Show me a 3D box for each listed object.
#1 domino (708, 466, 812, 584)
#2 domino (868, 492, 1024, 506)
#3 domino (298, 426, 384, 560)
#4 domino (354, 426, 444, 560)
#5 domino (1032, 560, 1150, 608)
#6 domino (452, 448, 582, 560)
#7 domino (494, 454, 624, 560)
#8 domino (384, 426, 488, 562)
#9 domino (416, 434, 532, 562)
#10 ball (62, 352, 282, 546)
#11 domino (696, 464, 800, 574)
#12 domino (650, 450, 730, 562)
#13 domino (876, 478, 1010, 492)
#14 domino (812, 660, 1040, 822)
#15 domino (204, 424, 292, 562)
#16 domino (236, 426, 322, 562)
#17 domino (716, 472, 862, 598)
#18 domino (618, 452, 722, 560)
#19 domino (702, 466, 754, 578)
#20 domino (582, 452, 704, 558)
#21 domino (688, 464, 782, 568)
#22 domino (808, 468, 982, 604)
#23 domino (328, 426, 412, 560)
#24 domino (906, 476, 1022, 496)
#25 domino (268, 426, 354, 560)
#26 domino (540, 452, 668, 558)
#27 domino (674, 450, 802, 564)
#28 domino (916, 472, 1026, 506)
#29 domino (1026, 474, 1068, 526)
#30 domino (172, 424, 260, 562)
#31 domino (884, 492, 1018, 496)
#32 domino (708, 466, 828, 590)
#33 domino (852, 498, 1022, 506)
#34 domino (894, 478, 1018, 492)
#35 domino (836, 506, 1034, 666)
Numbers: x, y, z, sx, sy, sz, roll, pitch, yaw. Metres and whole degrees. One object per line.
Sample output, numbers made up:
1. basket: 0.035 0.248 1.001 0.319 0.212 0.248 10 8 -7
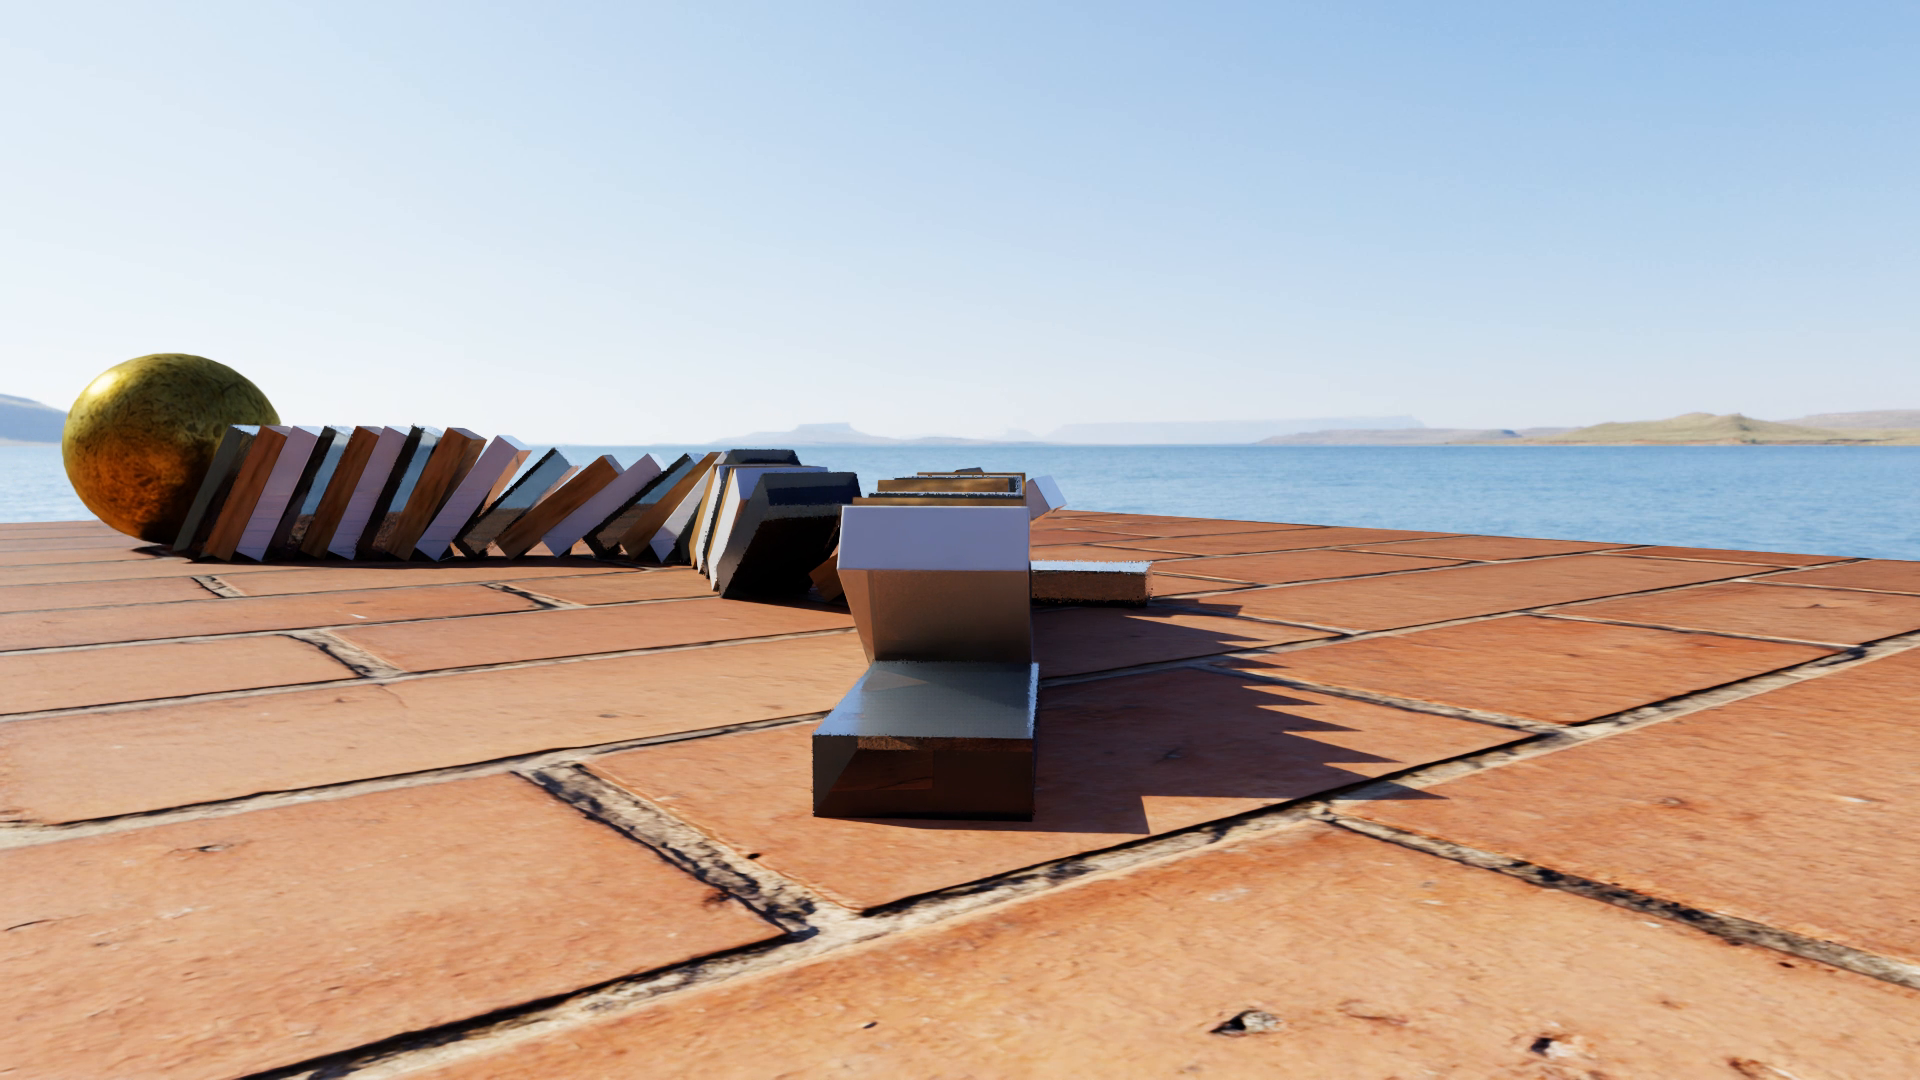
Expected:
1. domino: -0.058 -0.004 0.375 0.025 0.010 0.050 -2 -30 -21
2. domino: -0.002 0.008 0.227 0.025 0.010 0.050 1 -27 2
3. domino: -0.228 -0.018 0.480 0.009 0.050 0.025 25 1 -9
4. domino: -0.206 -0.018 0.477 0.010 0.050 0.025 25 1 -9
5. domino: 0.026 0.012 0.349 0.050 0.009 0.025 1 4 12
6. domino: -0.164 -0.014 0.478 0.050 0.009 0.025 -44 8 -3
7. domino: -0.149 -0.013 0.481 0.050 0.009 0.025 -39 8 -3
8. domino: -0.194 -0.017 0.476 0.010 0.050 0.025 28 0 -9
9. domino: -0.180 -0.016 0.476 0.009 0.050 0.025 36 -1 -9
10. ball: -0.325 -0.038 0.533 0.080 0.080 0.080 0 4 0
11. domino: -0.068 -0.006 0.408 0.025 0.010 0.050 -2 -30 -22
12. domino: -0.087 -0.012 0.459 0.050 0.009 0.025 -45 -20 28
13. domino: -0.001 0.005 0.264 0.025 0.009 0.050 0 -29 5
14. domino: -0.002 0.025 0.170 0.025 0.010 0.050 0 4 4
15. domino: -0.258 -0.018 0.473 0.009 0.050 0.025 25 1 -9
16. domino: -0.248 -0.018 0.475 0.010 0.050 0.025 25 1 -9
17. domino: -0.046 -0.001 0.342 0.025 0.010 0.050 -2 -28 -27
18. domino: -0.100 -0.013 0.472 0.050 0.009 0.025 -41 -9 16
19. domino: -0.062 -0.005 0.392 0.025 0.009 0.050 -2 -30 -21
20. domino: -0.116 -0.013 0.481 0.050 0.009 0.025 -39 1 3
21. domino: -0.073 -0.007 0.424 0.025 0.010 0.050 -2 -30 -23
22. domino: -0.015 -0.002 0.349 0.050 0.009 0.025 -34 -4 15
23. domino: -0.217 -0.018 0.479 0.009 0.050 0.025 25 1 -9
24. domino: 0.002 0.002 0.298 0.025 0.009 0.050 0 -29 5
25. domino: -0.238 -0.018 0.477 0.009 0.050 0.025 25 1 -9
26. domino: -0.132 -0.013 0.483 0.050 0.010 0.025 -39 6 -3
27. domino: -0.077 -0.011 0.445 0.025 0.010 0.050 -3 -37 -43
28. domino: 0.004 0.001 0.314 0.025 0.010 0.050 0 -29 4
29. domino: 0.004 -0.001 0.349 0.050 0.010 0.025 -31 -3 15
30. domino: -0.269 -0.017 0.471 0.009 0.050 0.025 25 1 -9
31. domino: -0.001 0.007 0.246 0.025 0.010 0.050 1 -27 3
32. domino: -0.054 -0.002 0.358 0.025 0.010 0.050 -2 -29 -22
33. domino: -0.002 0.009 0.209 0.025 0.009 0.050 1 -27 3
34. domino: 0.001 0.004 0.281 0.025 0.010 0.050 0 -29 5
35. domino: -0.002 0.011 0.191 0.025 0.010 0.050 0 -27 4
